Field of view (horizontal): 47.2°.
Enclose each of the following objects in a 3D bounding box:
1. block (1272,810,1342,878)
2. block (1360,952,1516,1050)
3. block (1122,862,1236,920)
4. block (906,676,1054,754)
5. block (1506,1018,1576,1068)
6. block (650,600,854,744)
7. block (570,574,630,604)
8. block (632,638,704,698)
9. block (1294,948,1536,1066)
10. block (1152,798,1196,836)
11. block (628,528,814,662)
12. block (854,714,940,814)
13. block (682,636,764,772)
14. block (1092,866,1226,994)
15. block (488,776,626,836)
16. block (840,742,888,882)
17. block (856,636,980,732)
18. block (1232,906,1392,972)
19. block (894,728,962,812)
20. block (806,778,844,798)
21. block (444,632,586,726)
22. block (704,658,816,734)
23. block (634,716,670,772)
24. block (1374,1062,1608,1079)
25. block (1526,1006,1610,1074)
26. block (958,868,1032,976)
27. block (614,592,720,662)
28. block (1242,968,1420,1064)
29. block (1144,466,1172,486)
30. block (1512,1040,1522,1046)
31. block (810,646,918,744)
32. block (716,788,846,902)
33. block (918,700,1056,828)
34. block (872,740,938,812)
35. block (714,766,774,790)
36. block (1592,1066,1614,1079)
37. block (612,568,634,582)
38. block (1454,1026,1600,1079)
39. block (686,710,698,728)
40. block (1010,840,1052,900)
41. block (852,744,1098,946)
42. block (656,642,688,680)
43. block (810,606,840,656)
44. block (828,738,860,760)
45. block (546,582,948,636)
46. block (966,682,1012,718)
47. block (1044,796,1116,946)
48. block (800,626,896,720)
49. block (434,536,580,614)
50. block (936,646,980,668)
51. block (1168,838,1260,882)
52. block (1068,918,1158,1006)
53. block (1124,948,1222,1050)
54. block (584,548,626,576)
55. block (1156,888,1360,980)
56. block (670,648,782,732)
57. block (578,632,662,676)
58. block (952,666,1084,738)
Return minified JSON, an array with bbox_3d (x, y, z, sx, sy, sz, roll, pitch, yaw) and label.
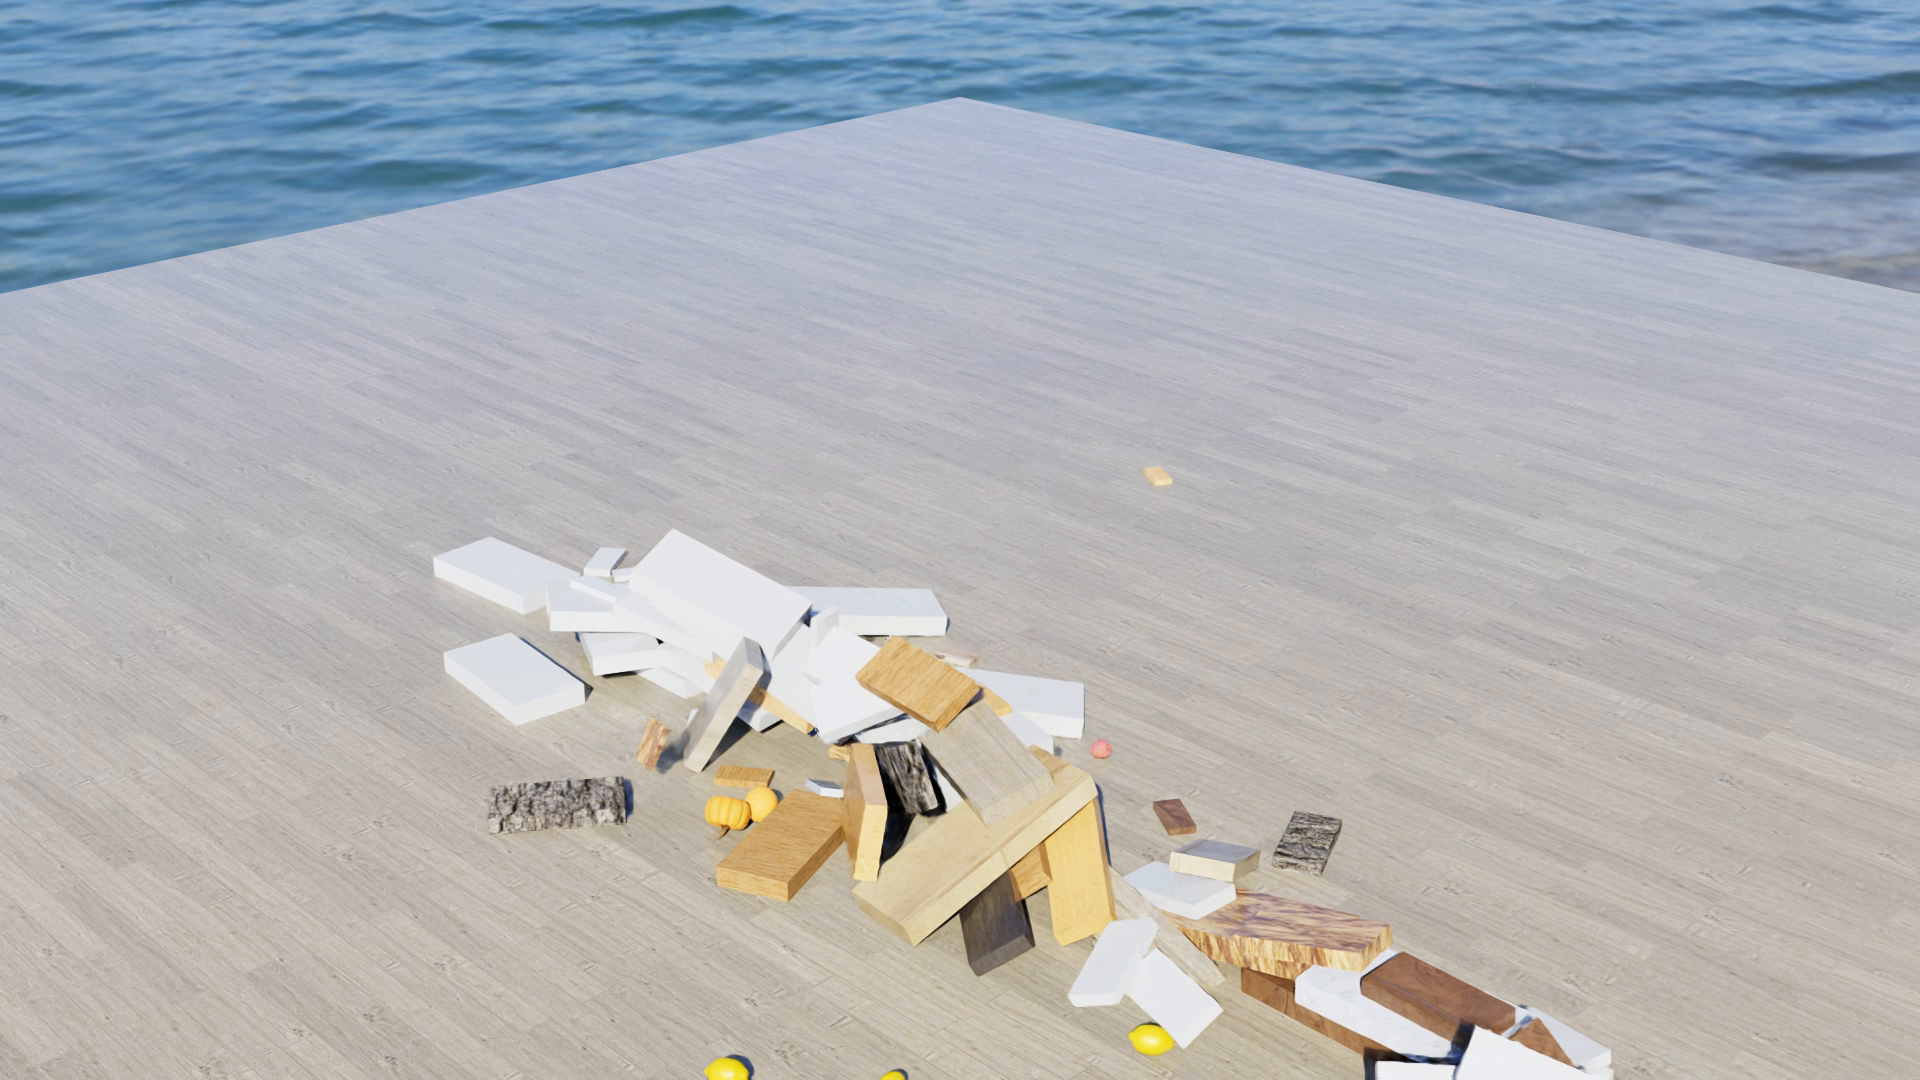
[{"bbox_3d":[0.684,0.595,4.323,0.095,0.027,0.189,9,25,20],"label":"block"},{"bbox_3d":[0.792,0.765,3.646,0.114,0.032,0.228,-21,30,-37],"label":"block"},{"bbox_3d":[0.398,0.647,4.069,0.104,0.030,0.209,-19,17,-36],"label":"block"},{"bbox_3d":[0.037,0.378,4.465,0.159,0.045,0.319,-15,27,-27],"label":"block"},{"bbox_3d":[0.868,0.872,3.495,0.228,0.032,0.114,-31,79,-22],"label":"block"},{"bbox_3d":[-0.407,0.231,4.753,0.539,0.050,0.178,35,41,18],"label":"block"},{"bbox_3d":[-0.832,0.113,5.095,0.135,0.016,0.057,19,24,28],"label":"block"},{"bbox_3d":[-0.668,0.272,5.064,0.154,0.044,0.308,-21,31,-40],"label":"block"},{"bbox_3d":[0.763,0.788,3.699,0.356,0.050,0.178,20,32,40],"label":"block"},{"bbox_3d":[0.432,0.558,4.426,0.056,0.016,0.112,-5,23,-11],"label":"block"},{"bbox_3d":[-0.517,0.119,4.758,0.355,0.050,0.178,27,39,9],"label":"block"},{"bbox_3d":[-0.105,0.422,4.567,0.159,0.045,0.319,-16,48,-35],"label":"block"},{"bbox_3d":[-0.501,0.346,4.629,0.038,0.268,0.134,28,16,-19],"label":"block"},{"bbox_3d":[0.322,0.716,3.958,0.114,0.032,0.396,-42,34,-7],"label":"block"},{"bbox_3d":[-0.814,0.537,4.447,0.268,0.038,0.134,-4,23,-8],"label":"block"},{"bbox_3d":[-0.185,0.516,4.204,0.043,0.152,0.303,7,16,-10],"label":"block"},{"bbox_3d":[-0.088,0.288,4.425,0.243,0.034,0.121,27,64,42],"label":"block"},{"bbox_3d":[0.604,0.684,3.776,0.242,0.034,0.121,2,17,37],"label":"block"},{"bbox_3d":[0.022,0.490,4.437,0.159,0.045,0.319,-18,45,-36],"label":"block"},{"bbox_3d":[-0.273,0.506,4.484,0.056,0.016,0.112,9,0,-20],"label":"block"},{"bbox_3d":[-1.009,0.311,4.966,0.171,0.048,0.341,-17,28,-35],"label":"block"},{"bbox_3d":[-0.398,0.306,4.778,0.289,0.041,0.144,28,38,25],"label":"block"},{"bbox_3d":[-0.627,0.415,4.486,0.014,0.101,0.050,4,27,-47],"label":"block"},{"bbox_3d":[0.821,0.909,3.404,0.350,0.175,0.050,2,-15,6],"label":"block"},{"bbox_3d":[0.982,0.839,3.658,0.090,0.026,0.181,-16,20,-26],"label":"block"},{"bbox_3d":[0.060,0.693,4.011,0.113,0.032,0.226,-30,24,7],"label":"block"},{"bbox_3d":[-0.611,0.174,4.872,0.289,0.041,0.144,21,35,29],"label":"block"},{"bbox_3d":[0.685,0.799,3.812,0.178,0.050,0.356,-21,31,-40],"label":"block"},{"bbox_3d":[0.554,-0.180,6.167,0.050,0.014,0.101,-6,24,-13],"label":"block"},{"bbox_3d":[0.921,0.880,3.462,0.181,0.090,0.026,37,-12,3],"label":"block"},{"bbox_3d":[-0.181,0.317,4.506,0.243,0.034,0.122,-22,50,6],"label":"block"},{"bbox_3d":[-0.331,0.594,4.306,0.152,0.043,0.325,9,25,21],"label":"block"},{"bbox_3d":[0.048,0.430,4.251,0.152,0.043,0.303,-28,33,-12],"label":"block"},{"bbox_3d":[-0.126,0.468,4.342,0.038,0.134,0.268,-20,1,-21],"label":"block"},{"bbox_3d":[-0.449,0.494,4.577,0.113,0.016,0.057,4,23,9],"label":"block"},{"bbox_3d":[0.971,0.880,3.621,0.181,0.026,0.090,9,23,40],"label":"block"},{"bbox_3d":[-0.828,0.085,5.543,0.093,0.013,0.046,-7,24,-17],"label":"block"},{"bbox_3d":[0.918,0.894,3.339,0.350,0.175,0.050,22,-12,13],"label":"block"},{"bbox_3d":[-0.570,0.397,4.808,0.046,0.013,0.093,1,23,2],"label":"block"},{"bbox_3d":[0.106,0.589,4.190,0.113,0.032,0.226,-34,33,16],"label":"block"},{"bbox_3d":[0.030,0.568,4.141,0.468,0.050,0.175,-37,35,-23],"label":"block"},{"bbox_3d":[-0.512,0.290,4.934,0.308,0.044,0.154,26,35,24],"label":"block"},{"bbox_3d":[-0.290,0.213,4.674,0.019,0.136,0.068,26,37,30],"label":"block"},{"bbox_3d":[-0.205,0.447,4.638,0.128,0.018,0.064,9,25,20],"label":"block"},{"bbox_3d":[-0.499,0.162,5.168,0.925,0.048,0.171,1,21,-15],"label":"block"},{"bbox_3d":[0.047,0.330,4.495,0.061,0.017,0.122,-15,27,-27],"label":"block"},{"bbox_3d":[0.218,0.601,4.127,0.113,0.032,0.351,-24,36,14],"label":"block"},{"bbox_3d":[-0.203,0.276,4.591,0.243,0.034,0.122,23,66,34],"label":"block"},{"bbox_3d":[-1.132,0.086,5.494,0.356,0.050,0.178,19,29,37],"label":"block"},{"bbox_3d":[-0.005,0.271,5.106,0.093,0.013,0.046,12,26,27],"label":"block"},{"bbox_3d":[0.485,0.606,4.171,0.121,0.034,0.242,8,1,19],"label":"block"},{"bbox_3d":[0.271,0.743,3.873,0.095,0.027,0.189,-13,26,38],"label":"block"},{"bbox_3d":[0.361,0.787,3.785,0.095,0.027,0.189,-43,34,-8],"label":"block"},{"bbox_3d":[-0.904,0.056,5.605,0.068,0.019,0.136,4,23,9],"label":"block"},{"bbox_3d":[0.522,0.699,3.950,0.178,0.050,0.356,-21,18,-41],"label":"block"},{"bbox_3d":[-0.488,0.303,4.833,0.289,0.041,0.144,33,41,30],"label":"block"},{"bbox_3d":[-0.795,0.218,5.080,0.154,0.044,0.308,-7,24,-16],"label":"block"},{"bbox_3d":[0.099,0.352,4.818,0.341,0.048,0.171,7,23,0],"label":"block"}]
